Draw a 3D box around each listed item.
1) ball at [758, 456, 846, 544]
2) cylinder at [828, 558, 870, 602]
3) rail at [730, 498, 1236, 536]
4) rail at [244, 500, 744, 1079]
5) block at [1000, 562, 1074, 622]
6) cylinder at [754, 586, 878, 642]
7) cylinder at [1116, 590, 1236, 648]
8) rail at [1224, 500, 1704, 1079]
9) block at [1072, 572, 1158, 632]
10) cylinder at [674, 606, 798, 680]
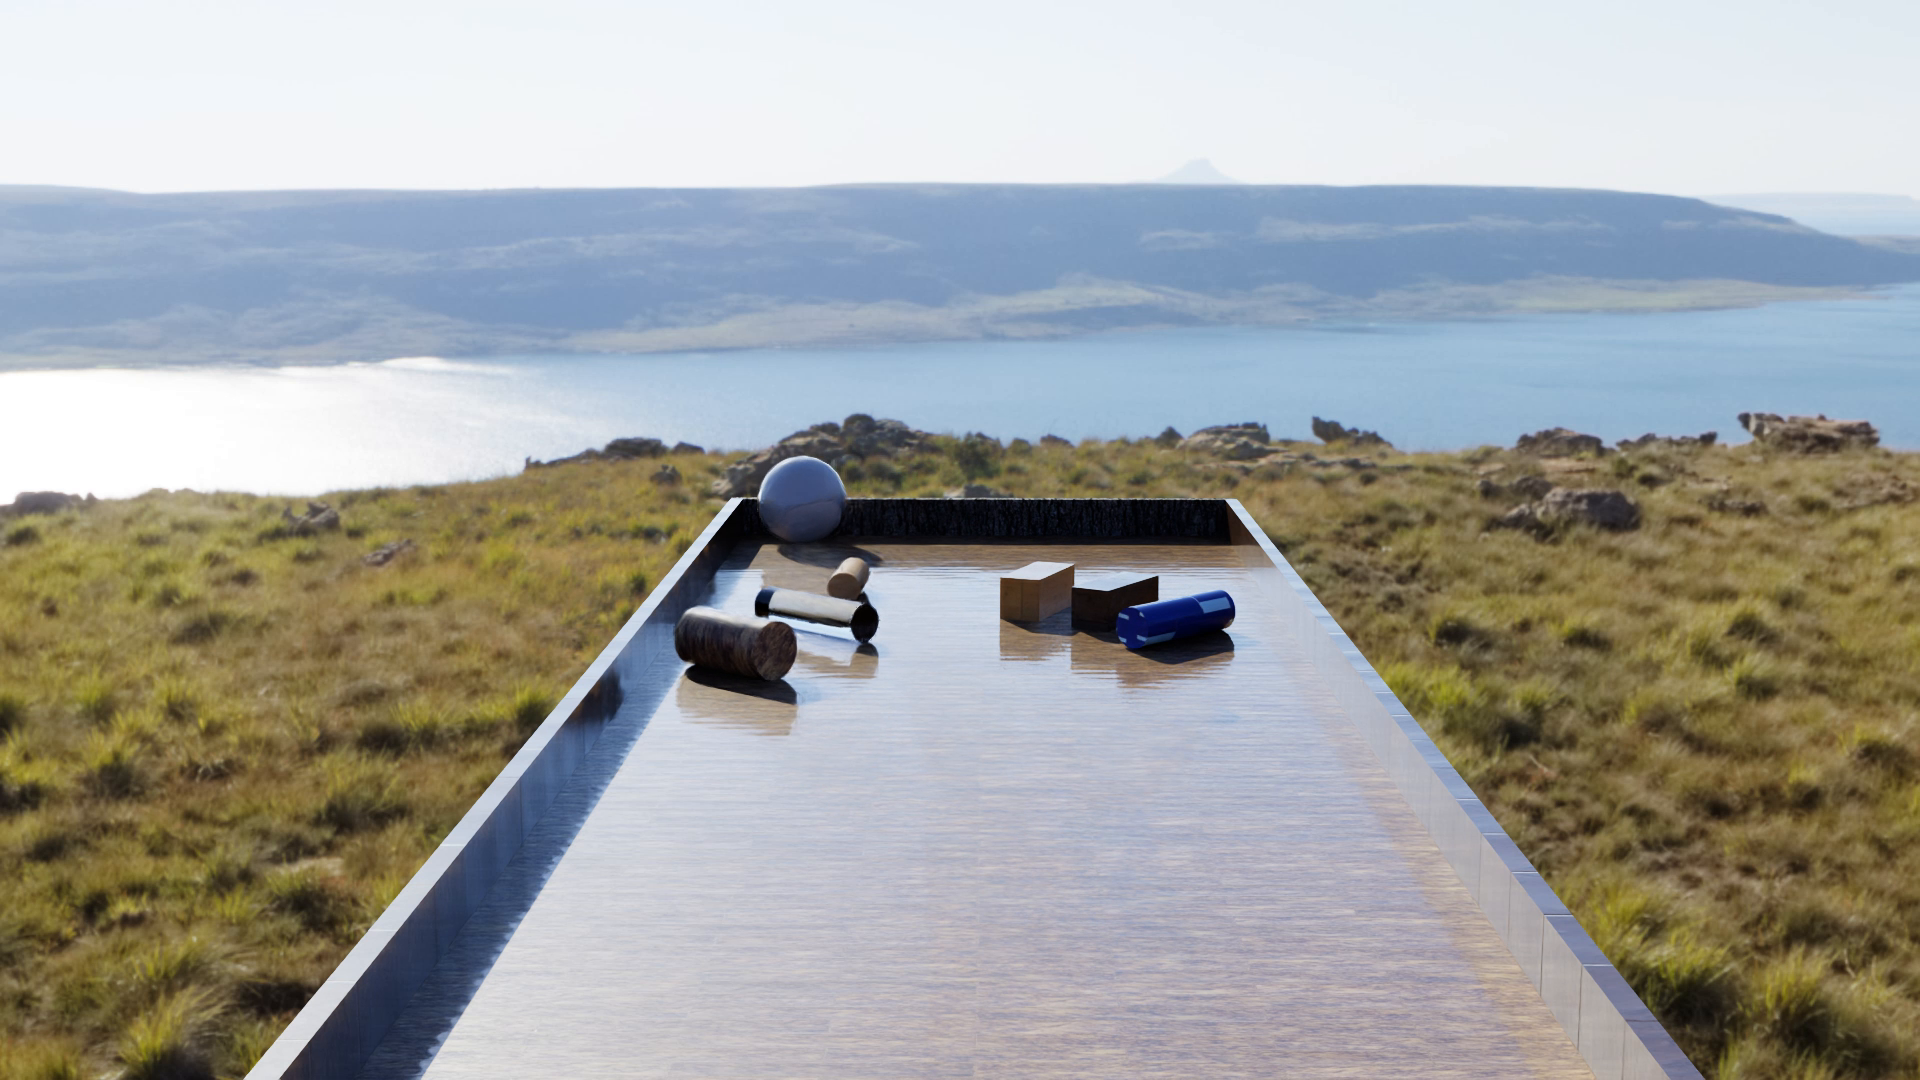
[{"bbox_3d":[-0.637,-0.163,8.903,0.354,0.354,0.354,0,9,0],"label":"ball"},{"bbox_3d":[-0.391,0.143,7.751,0.112,0.112,0.321,1,9,4],"label":"cylinder"},{"bbox_3d":[0.099,-0.098,9.147,2.100,0.150,0.050,0,9,1],"label":"rail"},{"bbox_3d":[-1.004,0.839,3.234,0.050,0.150,12.000,0,9,1],"label":"rail"},{"bbox_3d":[0.265,0.173,7.472,0.140,0.140,0.343,4,10,23],"label":"block"},{"bbox_3d":[-0.467,0.239,7.106,0.456,0.124,0.124,8,12,43],"label":"cylinder"},{"bbox_3d":[0.691,0.250,7.011,0.132,0.132,0.438,9,13,44],"label":"cylinder"},{"bbox_3d":[1.046,0.843,3.208,0.050,0.150,12.000,0,9,1],"label":"rail"},{"bbox_3d":[0.517,0.203,7.297,0.136,0.136,0.351,6,11,32],"label":"block"},{"bbox_3d":[-0.666,0.305,6.522,0.345,0.176,0.176,8,12,41],"label":"cylinder"}]
